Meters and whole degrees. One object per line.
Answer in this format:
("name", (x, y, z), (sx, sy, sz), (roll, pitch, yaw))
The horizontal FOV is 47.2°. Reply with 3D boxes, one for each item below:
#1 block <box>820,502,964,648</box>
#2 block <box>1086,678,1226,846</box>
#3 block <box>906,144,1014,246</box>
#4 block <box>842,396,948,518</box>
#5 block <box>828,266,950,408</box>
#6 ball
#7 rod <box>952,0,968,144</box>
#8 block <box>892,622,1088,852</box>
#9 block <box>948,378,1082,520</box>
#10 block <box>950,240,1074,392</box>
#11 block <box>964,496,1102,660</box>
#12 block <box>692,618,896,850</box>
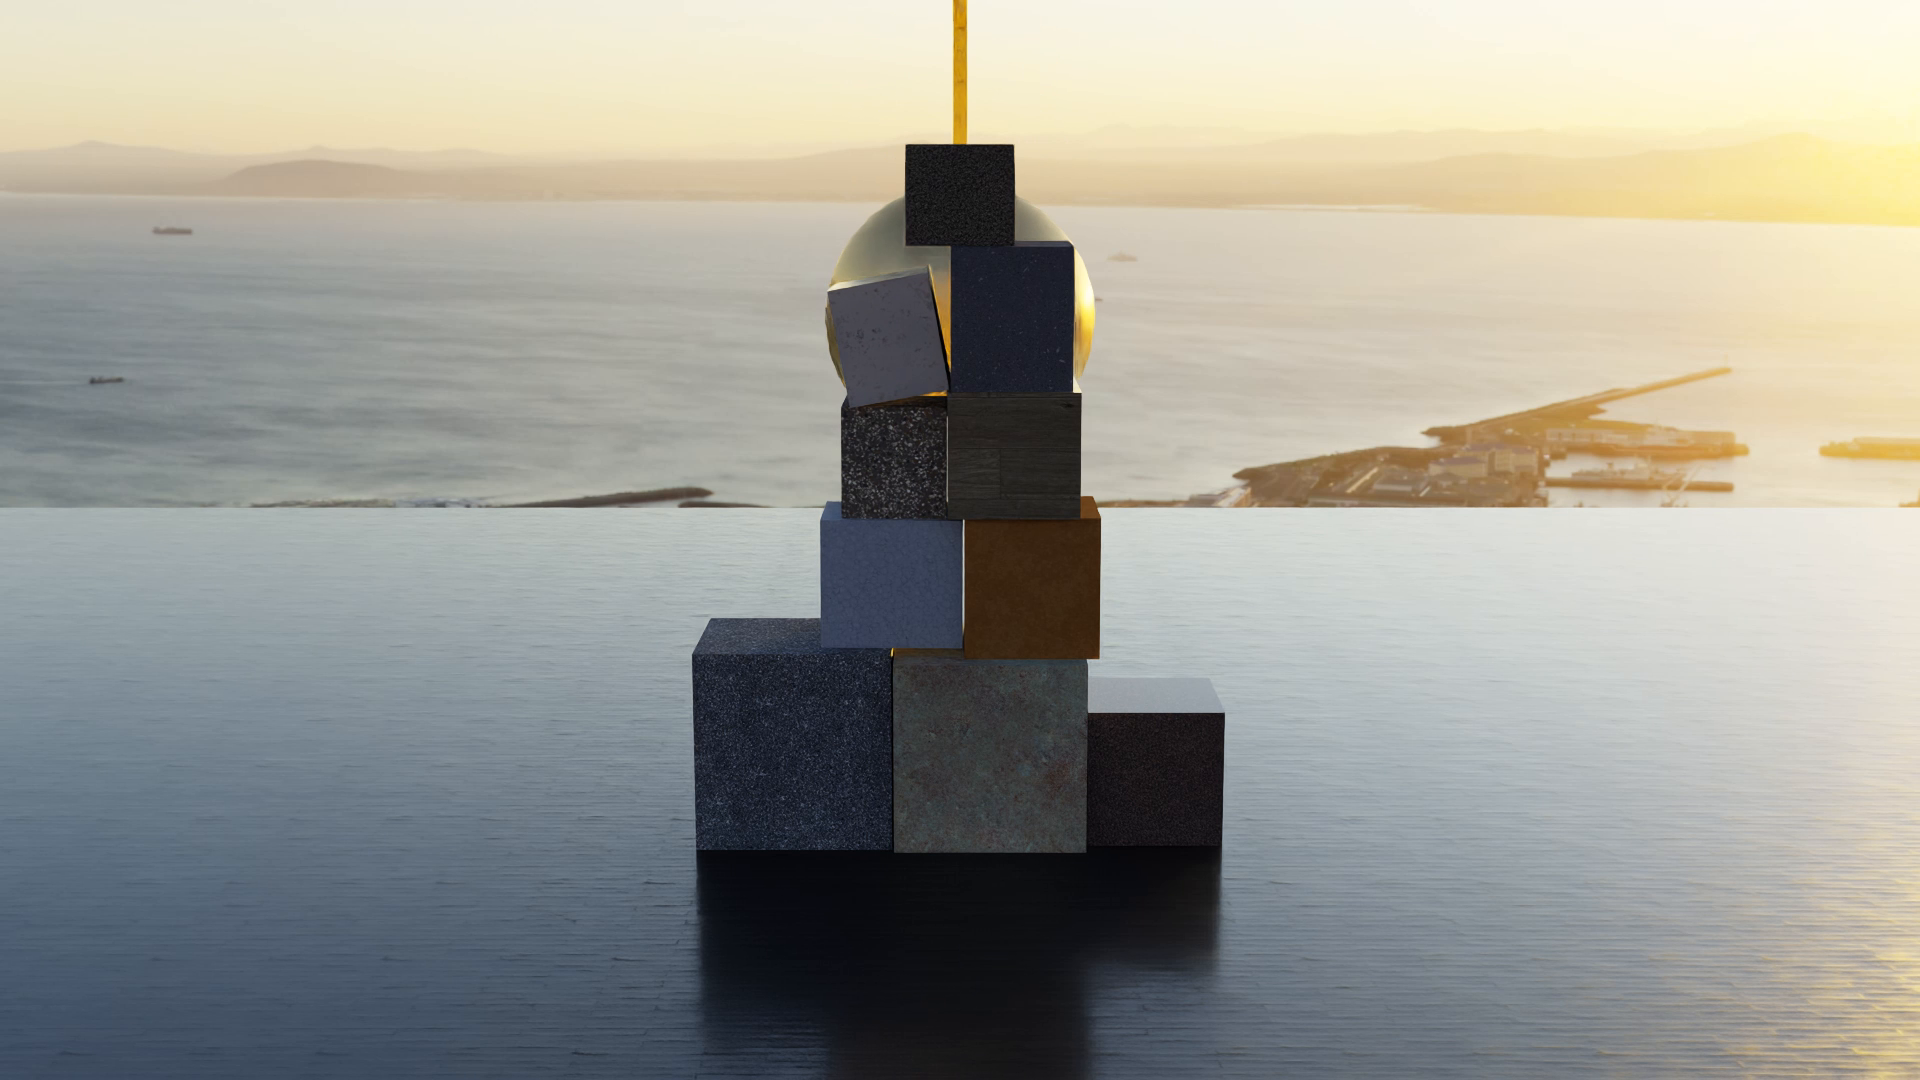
("block", (-0.340, 0.170, 11.208), (0.707, 0.646, 0.581), (0, 10, 0))
("block", (0.981, 1.136, 11.383), (0.682, 0.692, 0.722), (0, 10, 0))
("block", (0.000, -1.713, 10.889), (0.527, 0.485, 0.512), (0, 10, 0))
("block", (-0.326, -0.425, 11.121), (0.521, 0.555, 0.510), (0, 10, 0))
("block", (-0.346, -1.022, 10.999), (0.497, 0.581, 0.553), (-10, 10, 2))
("ball", (0.000, -1.314, 13.050), (1.600, 1.600, 1.600), (0, 10, 0))
("rod", (0.000, -4.242, 11.323), (0.080, 5.200, 0.080), (0, 31, 0))
("block", (0.150, 1.002, 11.374), (0.960, 0.959, 0.978), (0, 10, 0))
("block", (0.265, -0.476, 11.096), (0.652, 0.624, 0.750), (0, 10, 0))
("block", (0.253, -1.125, 10.966), (0.598, 0.700, 0.655), (0, 10, 0))
("block", (0.359, 0.182, 11.212), (0.672, 0.712, 0.684), (0, 10, 0))
("block", (-0.831, 0.984, 11.345), (0.982, 1.005, 0.843), (0, 10, 0))
